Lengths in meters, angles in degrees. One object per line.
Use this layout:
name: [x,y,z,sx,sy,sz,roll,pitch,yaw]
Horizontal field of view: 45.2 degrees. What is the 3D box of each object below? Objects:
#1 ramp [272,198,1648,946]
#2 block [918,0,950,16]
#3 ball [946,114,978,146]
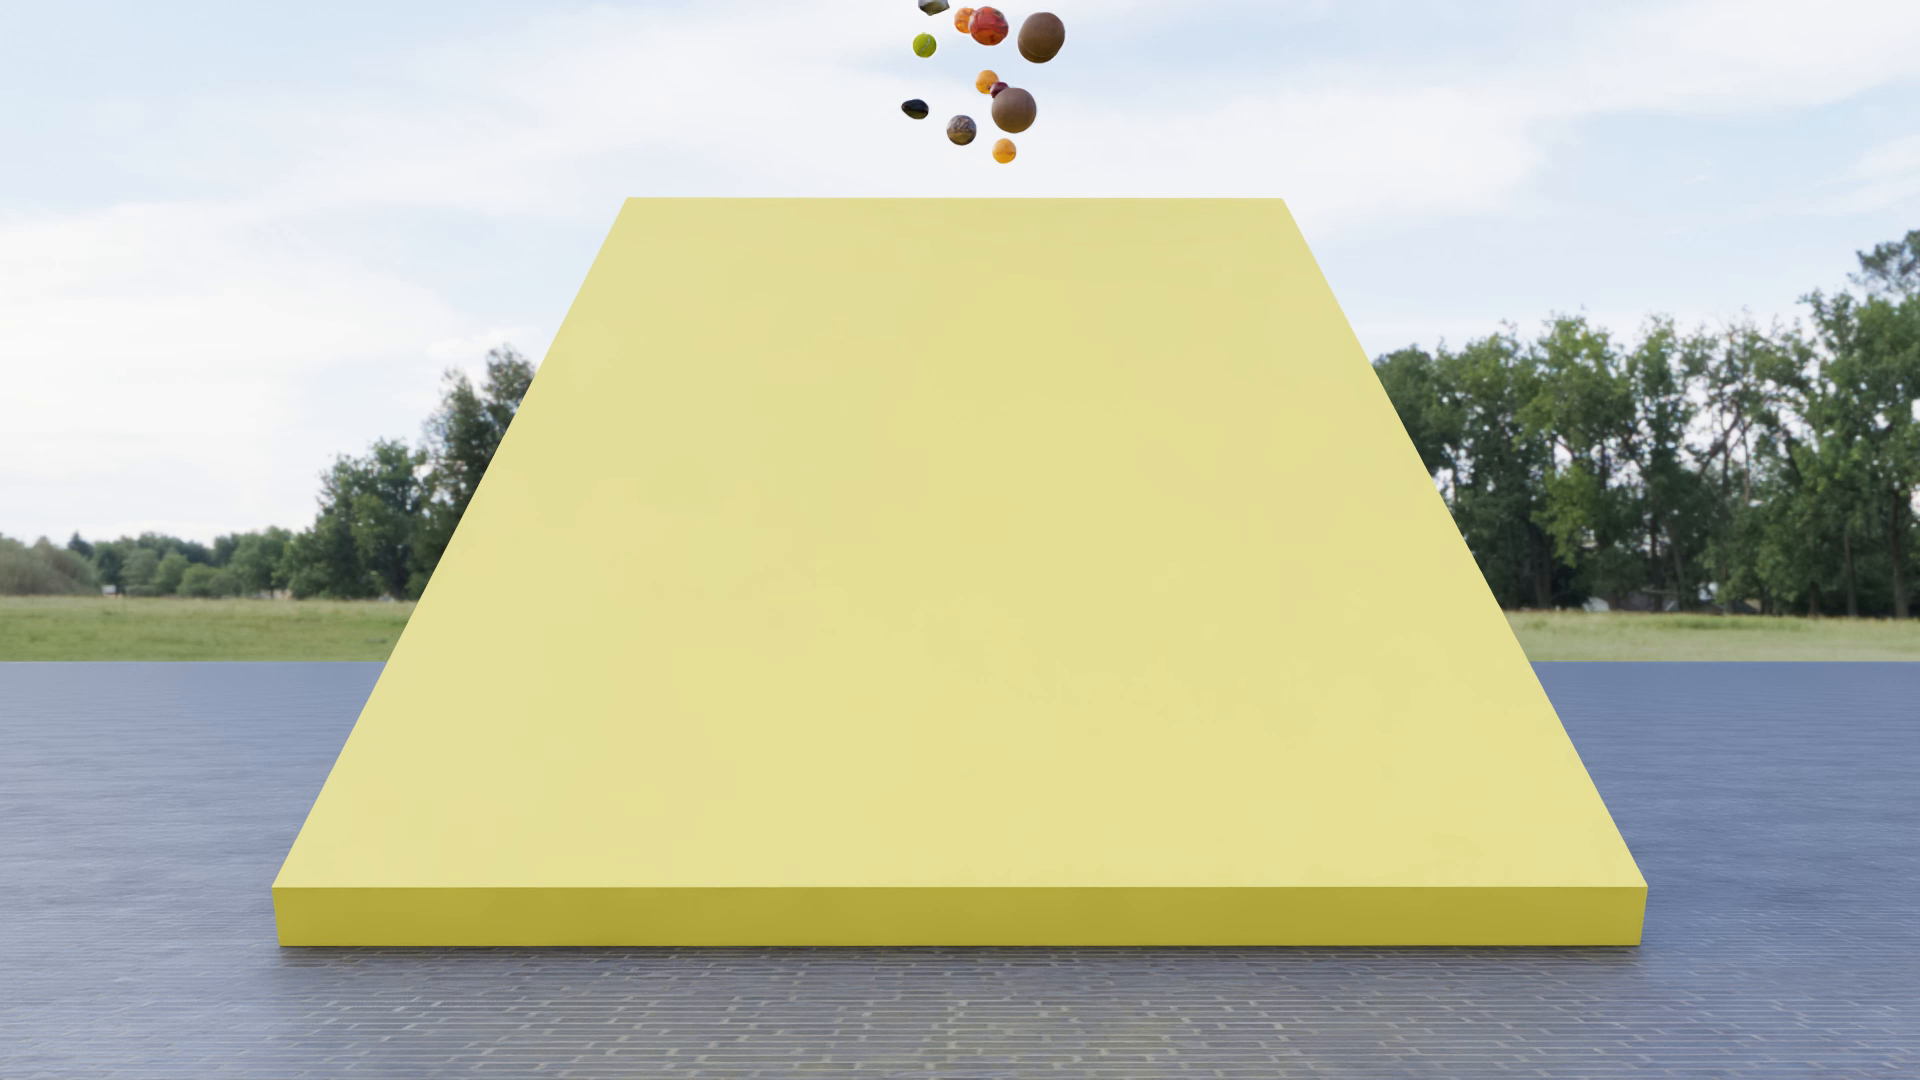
ramp: [-0.007,-0.225,5.217,2.000,0.100,4.000,0,23,0]
block: [-0.077,-1.526,6.500,0.064,0.064,0.064,-14,-20,33]
ball: [0.005,-1.234,6.947,0.094,0.094,0.094,0,-3,0]
